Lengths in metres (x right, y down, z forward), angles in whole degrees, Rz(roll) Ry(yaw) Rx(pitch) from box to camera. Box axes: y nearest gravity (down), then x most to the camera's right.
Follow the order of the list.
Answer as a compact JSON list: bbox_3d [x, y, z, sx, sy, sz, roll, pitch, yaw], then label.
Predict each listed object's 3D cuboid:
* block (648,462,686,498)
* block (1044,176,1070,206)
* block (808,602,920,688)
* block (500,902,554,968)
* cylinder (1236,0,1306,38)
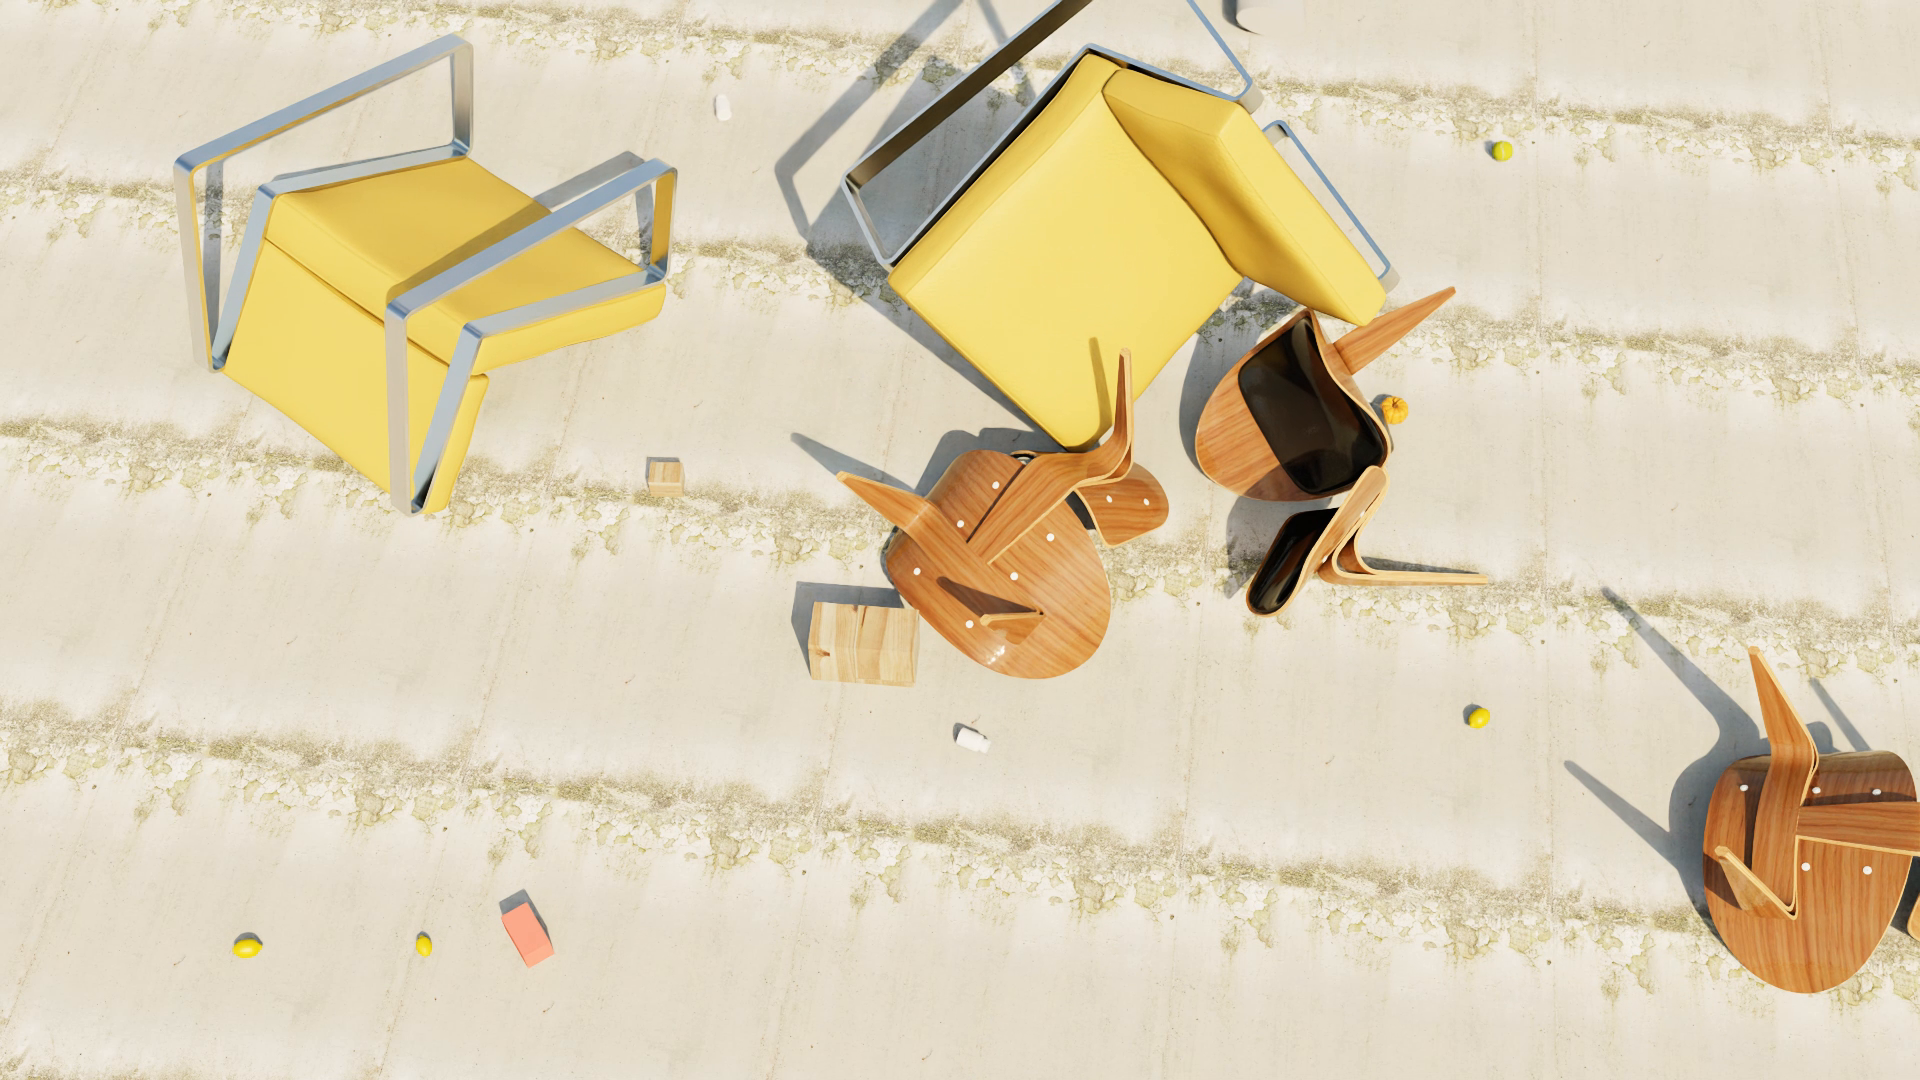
[{"bbox_3d":[-0.886,-0.182,6.650,0.097,0.076,0.074,1,56,1],"label":"block"},{"bbox_3d":[0.323,-1.160,7.313,0.068,0.066,0.058,-11,57,-7],"label":"block"},{"bbox_3d":[-0.270,0.299,6.256,0.298,0.195,0.141,4,56,3],"label":"block"},{"bbox_3d":[-1.145,1.047,5.823,0.077,0.079,0.134,-28,61,-18],"label":"block"},{"bbox_3d":[1.096,-1.931,7.786,0.250,0.131,0.279,10,56,-10],"label":"cylinder"}]
